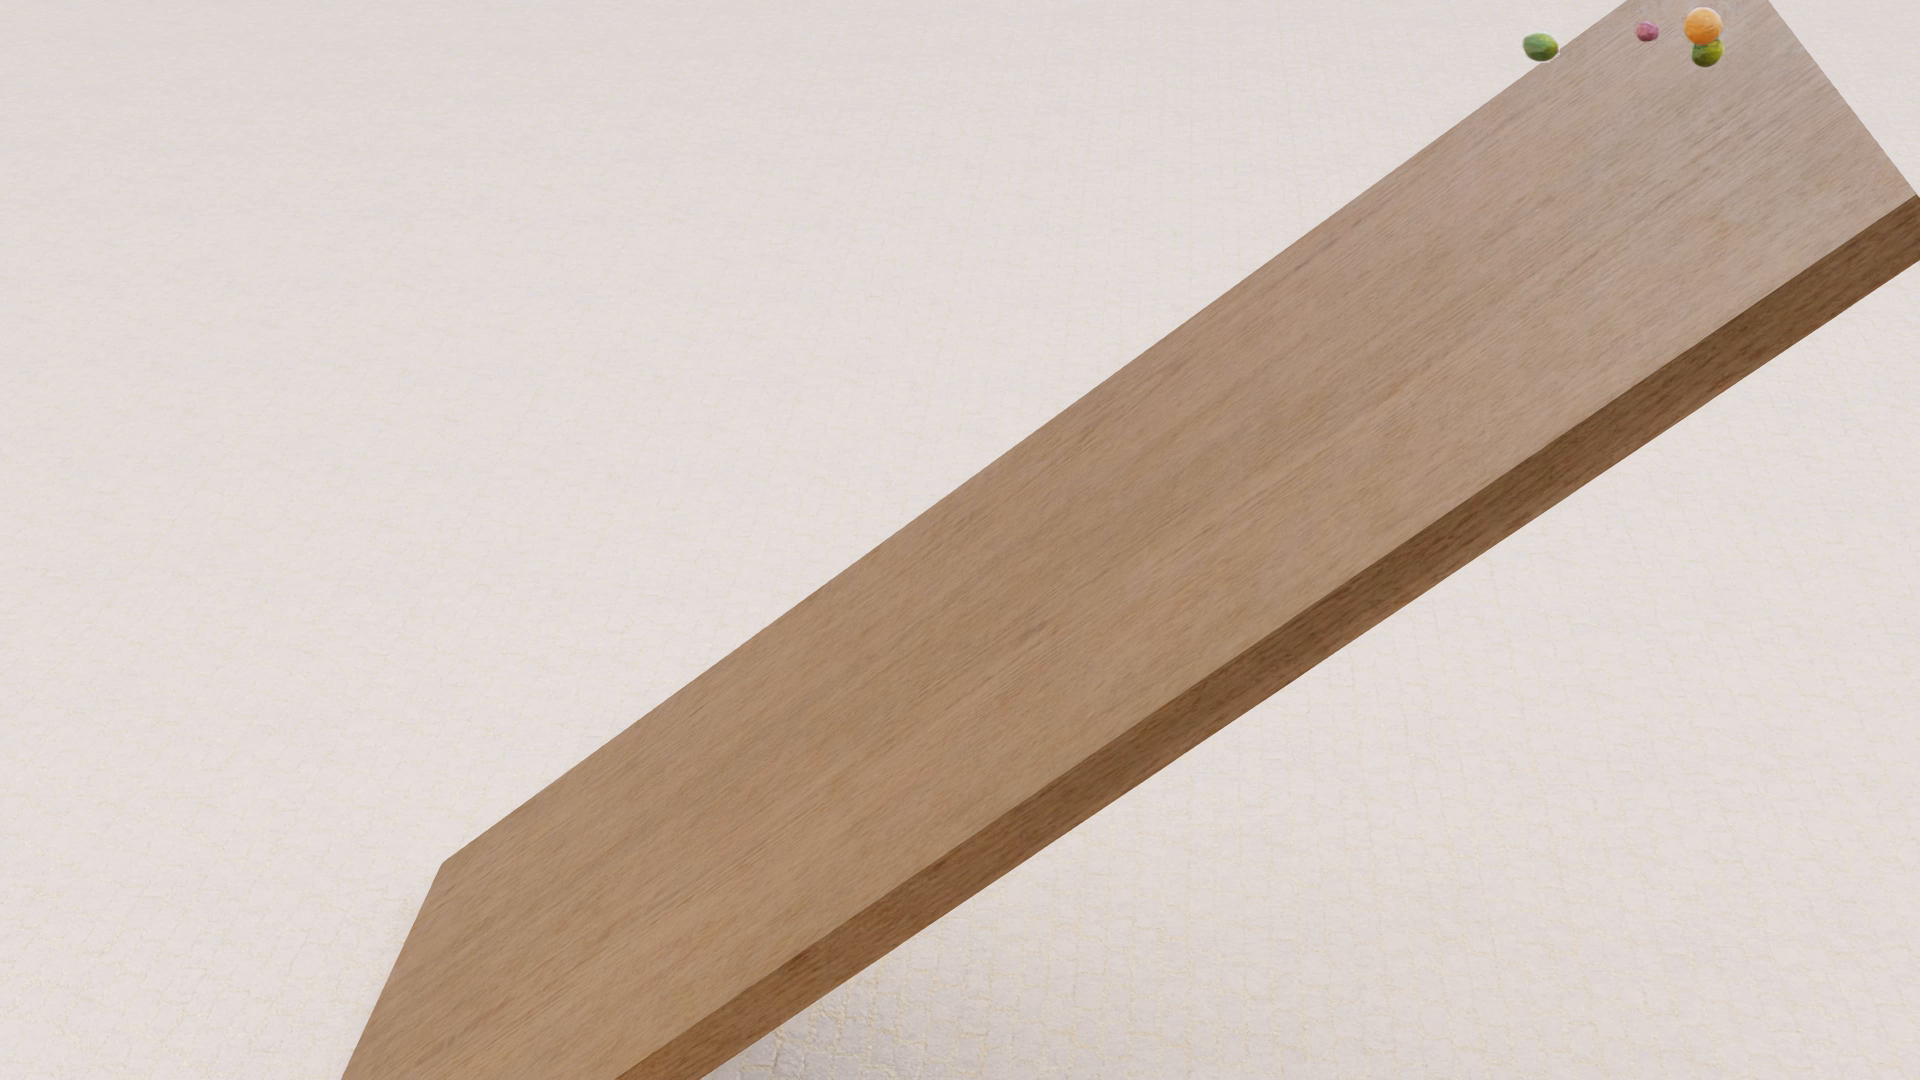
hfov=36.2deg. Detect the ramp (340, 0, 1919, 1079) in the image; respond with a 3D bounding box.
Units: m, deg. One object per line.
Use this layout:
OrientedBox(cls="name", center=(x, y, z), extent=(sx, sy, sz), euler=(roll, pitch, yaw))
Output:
OrientedBox(cls="ramp", center=(0.121, 0.185, 6.339), extent=(4.000, 0.100, 2.000), euler=(-36, 16, 18))
